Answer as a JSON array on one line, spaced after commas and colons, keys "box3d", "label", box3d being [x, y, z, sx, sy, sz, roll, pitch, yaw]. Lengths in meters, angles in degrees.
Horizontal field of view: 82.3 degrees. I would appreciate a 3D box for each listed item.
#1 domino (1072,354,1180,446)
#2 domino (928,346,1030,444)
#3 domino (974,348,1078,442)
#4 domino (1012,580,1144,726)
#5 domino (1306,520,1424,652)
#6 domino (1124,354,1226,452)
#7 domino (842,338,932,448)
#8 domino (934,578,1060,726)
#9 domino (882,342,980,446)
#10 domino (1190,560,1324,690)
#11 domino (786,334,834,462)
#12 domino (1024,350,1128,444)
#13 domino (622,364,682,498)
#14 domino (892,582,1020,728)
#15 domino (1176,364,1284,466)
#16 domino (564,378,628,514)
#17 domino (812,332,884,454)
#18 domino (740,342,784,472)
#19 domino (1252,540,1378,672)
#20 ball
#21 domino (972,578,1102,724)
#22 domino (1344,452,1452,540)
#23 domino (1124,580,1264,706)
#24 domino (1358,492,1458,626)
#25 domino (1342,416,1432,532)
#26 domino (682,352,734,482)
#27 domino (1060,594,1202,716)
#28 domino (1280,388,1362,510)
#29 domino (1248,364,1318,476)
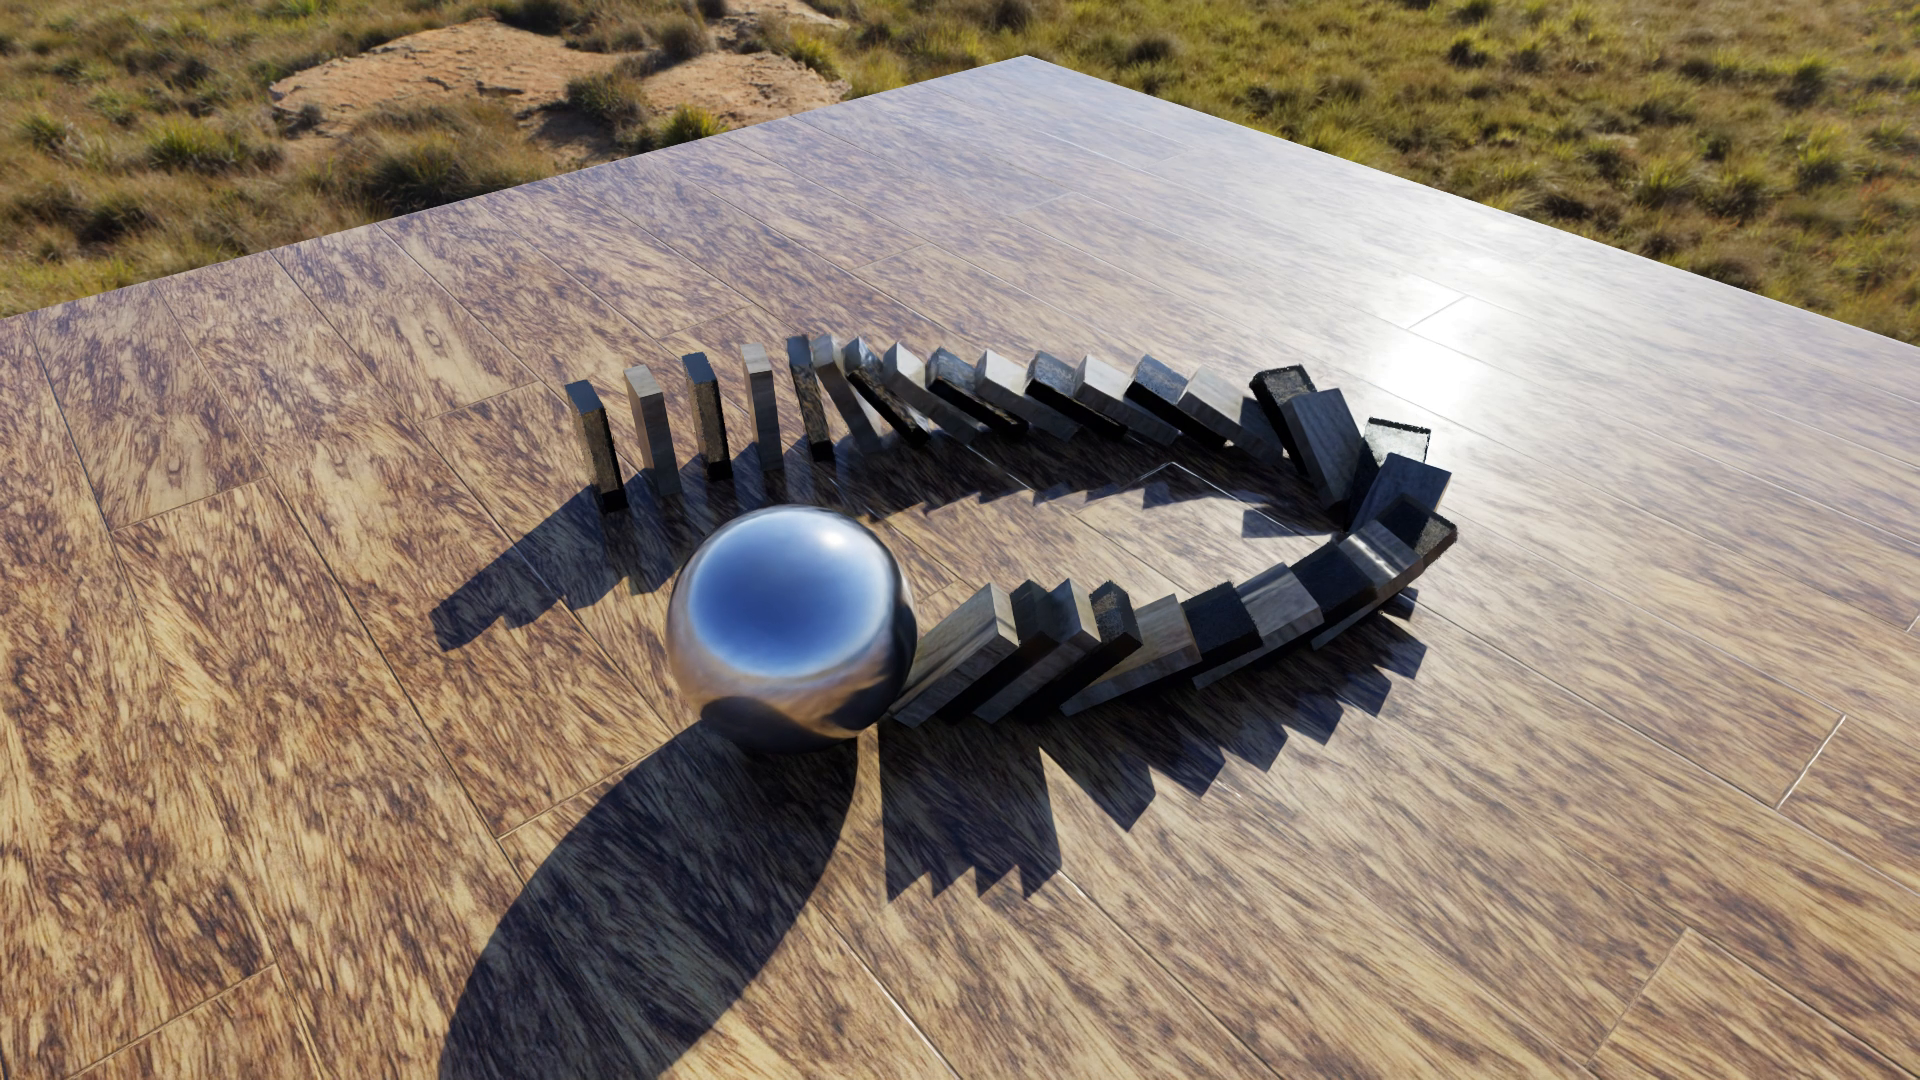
[{"box3d": [0.077, -0.064, 0.505, 0.050, 0.010, 0.025, 26, 39, -10], "label": "domino"}, {"box3d": [0.008, -0.066, 0.503, 0.050, 0.010, 0.025, 28, 33, -22], "label": "domino"}, {"box3d": [0.031, -0.066, 0.505, 0.050, 0.010, 0.025, 26, 36, -17], "label": "domino"}, {"box3d": [0.037, 0.038, 0.371, 0.010, 0.050, 0.025, 35, 28, -30], "label": "domino"}, {"box3d": [0.142, 0.016, 0.407, 0.050, 0.010, 0.025, -35, 46, -1], "label": "domino"}, {"box3d": [0.101, -0.063, 0.504, 0.050, 0.010, 0.025, 32, 43, -3], "label": "domino"}, {"box3d": [-0.033, -0.066, 0.495, 0.010, 0.050, 0.025, -34, 37, 17], "label": "domino"}, {"box3d": [0.010, 0.038, 0.371, 0.009, 0.050, 0.025, 35, 27, -30], "label": "domino"}, {"box3d": [-0.013, -0.066, 0.500, 0.050, 0.009, 0.025, 34, 29, -28], "label": "domino"}, {"box3d": [0.100, 0.030, 0.391, 0.050, 0.009, 0.025, -29, 42, 4], "label": "domino"}, {"box3d": [-0.066, -0.062, 0.487, 0.009, 0.050, 0.025, -12, 40, -4], "label": "domino"}, {"box3d": [0.054, -0.066, 0.506, 0.050, 0.010, 0.025, 27, 39, -12], "label": "domino"}, {"box3d": [-0.131, -0.046, 0.468, 0.009, 0.050, 0.025, -19, 43, -22], "label": "domino"}, {"box3d": [-0.003, 0.039, 0.370, 0.010, 0.050, 0.025, 35, 27, -30], "label": "domino"}, {"box3d": [0.124, -0.056, 0.497, 0.050, 0.010, 0.025, 34, 45, 1], "label": "domino"}, {"box3d": [-0.151, -0.039, 0.459, 0.010, 0.050, 0.025, -20, 44, -23], "label": "domino"}, {"box3d": [-0.050, -0.065, 0.491, 0.009, 0.050, 0.025, -23, 39, 8], "label": "domino"}, {"box3d": [-0.087, -0.058, 0.483, 0.009, 0.050, 0.025, -12, 41, -14], "label": "domino"}, {"box3d": [0.122, 0.024, 0.398, 0.050, 0.010, 0.025, -32, 44, 1], "label": "domino"}, {"box3d": [-0.053, 0.028, 0.353, 0.080, 0.080, 0.080, 0, 39, 0], "label": "ball"}, {"box3d": [0.024, 0.038, 0.372, 0.010, 0.050, 0.025, 35, 27, -30], "label": "domino"}, {"box3d": [0.172, -0.009, 0.436, 0.025, 0.010, 0.050, 24, 73, 26], "label": "domino"}, {"box3d": [0.077, 0.036, 0.384, 0.050, 0.010, 0.025, -26, 40, 7], "label": "domino"}, {"box3d": [0.161, 0.007, 0.418, 0.050, 0.010, 0.025, -41, 50, -6], "label": "domino"}, {"box3d": [0.177, -0.025, 0.455, 0.025, 0.010, 0.050, 14, 70, 14], "label": "domino"}, {"box3d": [-0.109, -0.053, 0.476, 0.009, 0.050, 0.025, -15, 42, -18], "label": "domino"}, {"box3d": [0.055, 0.039, 0.378, 0.050, 0.009, 0.025, -25, 38, 13], "label": "domino"}, {"box3d": [0.160, -0.040, 0.473, 0.025, 0.009, 0.050, -13, 72, -15], "label": "domino"}, {"box3d": [0.153, -0.054, 0.492, 0.025, 0.009, 0.050, -12, 65, -23], "label": "domino"}]
